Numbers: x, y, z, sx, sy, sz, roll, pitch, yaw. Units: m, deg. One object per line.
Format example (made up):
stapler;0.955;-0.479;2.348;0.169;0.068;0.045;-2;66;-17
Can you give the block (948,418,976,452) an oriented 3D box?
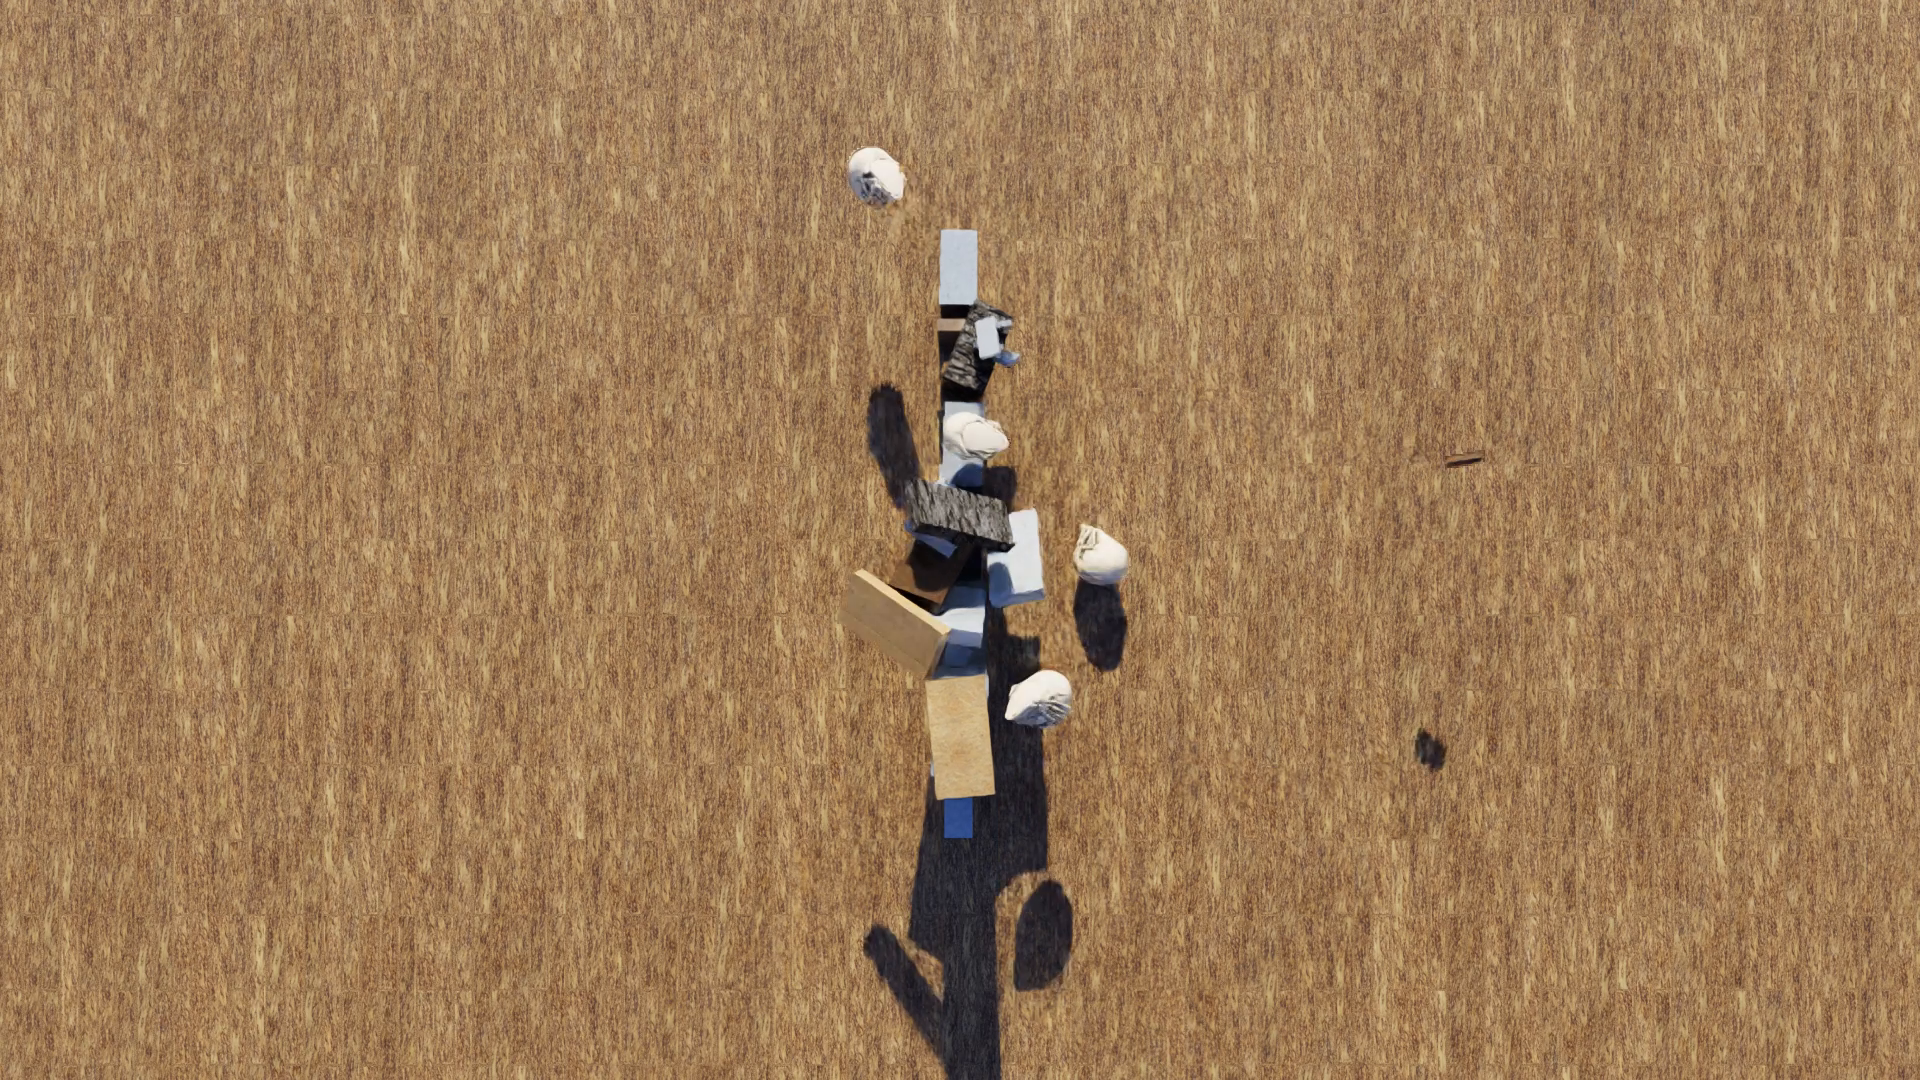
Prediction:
block;0.007;-0.331;5.193;0.051;0.014;0.102;-26;90;0

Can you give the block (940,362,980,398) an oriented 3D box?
block;0.007;-0.518;5.363;0.135;0.271;0.038;14;84;0

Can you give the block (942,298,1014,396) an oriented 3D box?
block;0.058;-0.608;5.205;0.135;0.038;0.271;24;83;-14

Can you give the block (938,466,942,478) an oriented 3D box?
block;-0.002;-0.221;5.369;0.131;0.262;0.037;-1;90;0

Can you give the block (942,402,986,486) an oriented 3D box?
block;0.012;-0.304;5.219;0.131;0.037;0.262;2;90;0

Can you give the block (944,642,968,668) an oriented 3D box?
block;-0.007;0.313;4.972;0.067;0.019;0.134;7;90;0

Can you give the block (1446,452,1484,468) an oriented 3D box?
block;1.529;-0.242;4.994;0.102;0.051;0.014;-9;106;27

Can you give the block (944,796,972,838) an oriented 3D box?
block;-0.005;0.866;5.305;0.091;0.026;0.182;0;90;0

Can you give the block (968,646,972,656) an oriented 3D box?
block;0.002;0.334;5.049;0.067;0.134;0.019;0;95;0

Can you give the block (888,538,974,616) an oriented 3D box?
block;-0.078;0.065;4.995;0.168;0.378;0.048;20;132;7

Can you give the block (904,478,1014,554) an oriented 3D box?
block;0.000;-0.072;4.890;0.329;0.047;0.165;14;48;-31

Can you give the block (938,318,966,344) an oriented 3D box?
block;-0.004;-0.676;5.364;0.135;0.271;0.038;0;88;0

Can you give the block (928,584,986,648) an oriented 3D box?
block;-0.012;0.222;4.951;0.168;0.336;0.048;9;111;0

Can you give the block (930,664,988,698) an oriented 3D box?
block;-0.002;0.421;4.945;0.170;0.340;0.048;0;93;0

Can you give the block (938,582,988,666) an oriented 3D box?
block;0.001;0.298;5.140;0.168;0.048;0.336;0;90;0

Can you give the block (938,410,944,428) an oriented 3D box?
block;-0.005;-0.395;5.369;0.131;0.262;0.037;-4;89;0

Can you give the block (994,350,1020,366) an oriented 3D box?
block;0.147;-0.572;5.192;0.051;0.102;0.014;22;116;14

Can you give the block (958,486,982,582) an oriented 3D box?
block;-0.005;-0.022;5.179;0.149;0.042;0.299;1;90;1

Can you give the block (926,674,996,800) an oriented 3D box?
block;0.001;0.567;4.750;0.170;0.048;0.340;-5;90;0

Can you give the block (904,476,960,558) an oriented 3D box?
block;-0.046;-0.072;5.002;0.165;0.329;0.047;33;118;1

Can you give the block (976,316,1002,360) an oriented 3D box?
block;0.086;-0.618;5.048;0.063;0.018;0.126;-15;67;18

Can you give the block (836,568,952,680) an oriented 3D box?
block;-0.196;0.245;4.817;0.336;0.048;0.168;33;119;20

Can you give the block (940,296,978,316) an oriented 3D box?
block;-0.004;-0.773;5.381;0.118;0.236;0.033;0;84;0

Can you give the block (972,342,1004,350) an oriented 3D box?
block;0.087;-0.603;5.127;0.063;0.126;0.018;1;100;-15

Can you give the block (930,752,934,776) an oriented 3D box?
block;-0.001;0.650;4.967;0.170;0.382;0.048;0;93;0

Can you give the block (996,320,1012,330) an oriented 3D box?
block;0.129;-0.668;5.134;0.063;0.126;0.018;-11;94;2

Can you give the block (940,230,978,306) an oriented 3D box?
block;-0.004;-0.866;5.245;0.118;0.033;0.236;0;90;0

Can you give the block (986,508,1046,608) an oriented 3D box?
block;0.171;0.055;5.149;0.165;0.372;0.047;-11;131;8
